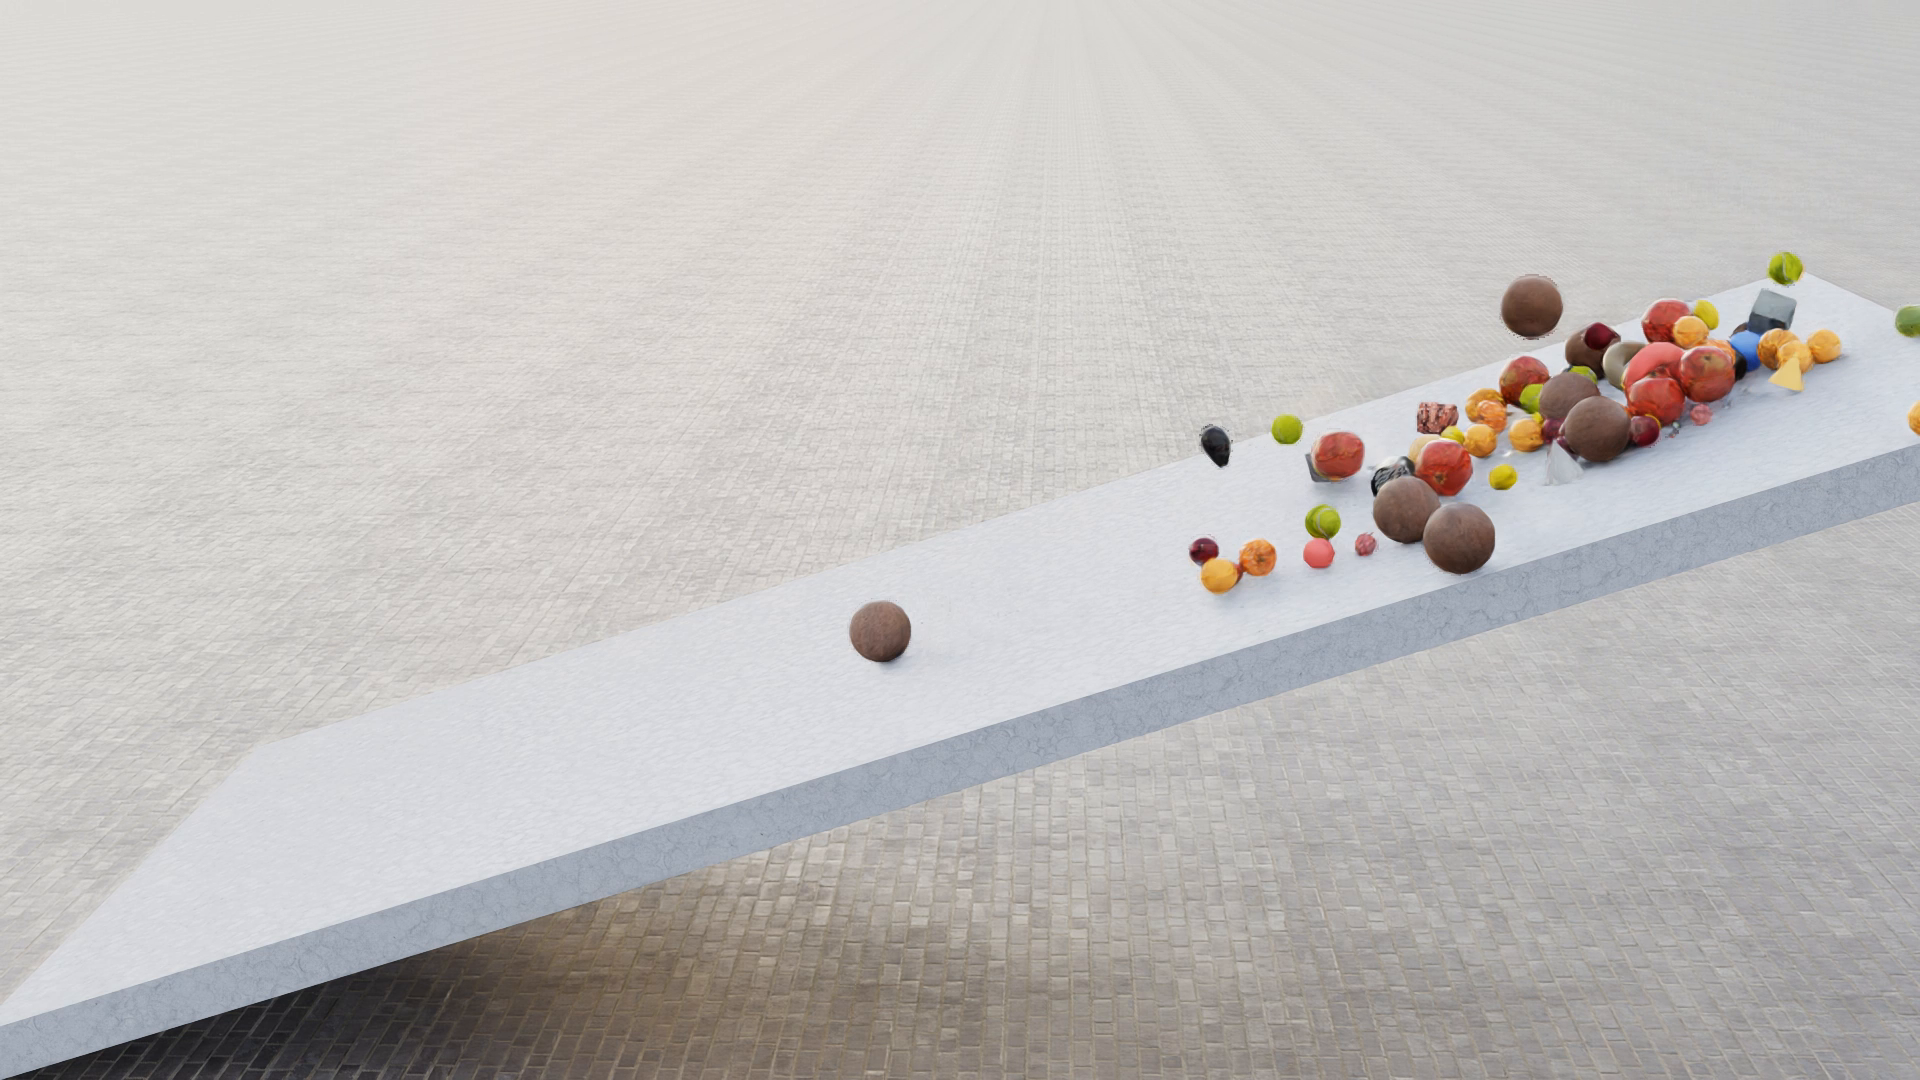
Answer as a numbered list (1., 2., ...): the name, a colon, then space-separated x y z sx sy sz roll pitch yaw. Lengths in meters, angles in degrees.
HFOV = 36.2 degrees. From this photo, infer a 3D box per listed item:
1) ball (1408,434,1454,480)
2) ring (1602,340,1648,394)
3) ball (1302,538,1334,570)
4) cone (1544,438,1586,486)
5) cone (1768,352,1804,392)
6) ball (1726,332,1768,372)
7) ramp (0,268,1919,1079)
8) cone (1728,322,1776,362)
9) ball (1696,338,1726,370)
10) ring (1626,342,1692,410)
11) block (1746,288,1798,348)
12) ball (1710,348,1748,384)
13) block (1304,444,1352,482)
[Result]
1. ball: 0.980 -0.174 6.120 0.095 0.095 0.095 0 12 0
2. ring: 1.439 -0.366 6.266 0.143 0.048 0.143 5 52 -6
3. ball: 0.691 0.026 5.670 0.060 0.060 0.060 0 12 0
4. cone: 1.170 -0.159 5.744 0.085 0.085 0.085 -18 10 3
5. cone: 1.647 -0.339 5.826 0.072 0.072 0.072 15 12 -3
6. ball: 1.645 -0.394 6.153 0.085 0.085 0.085 0 12 0
7. ramp: 0.101 0.183 6.310 4.000 0.100 2.000 -17 10 5
8. cone: 1.686 -0.397 6.211 0.098 0.098 0.098 -10 30 -41
9. ball: 1.605 -0.396 6.275 0.069 0.069 0.069 0 12 0
10. ring: 1.424 -0.333 5.994 0.143 0.143 0.048 -3 14 -16
11. block: 1.703 -0.465 6.175 0.076 0.076 0.076 21 53 20
12. ball: 1.595 -0.361 6.100 0.073 0.073 0.073 0 12 0
13. block: 0.808 -0.169 6.465 0.064 0.064 0.064 -22 10 -21
